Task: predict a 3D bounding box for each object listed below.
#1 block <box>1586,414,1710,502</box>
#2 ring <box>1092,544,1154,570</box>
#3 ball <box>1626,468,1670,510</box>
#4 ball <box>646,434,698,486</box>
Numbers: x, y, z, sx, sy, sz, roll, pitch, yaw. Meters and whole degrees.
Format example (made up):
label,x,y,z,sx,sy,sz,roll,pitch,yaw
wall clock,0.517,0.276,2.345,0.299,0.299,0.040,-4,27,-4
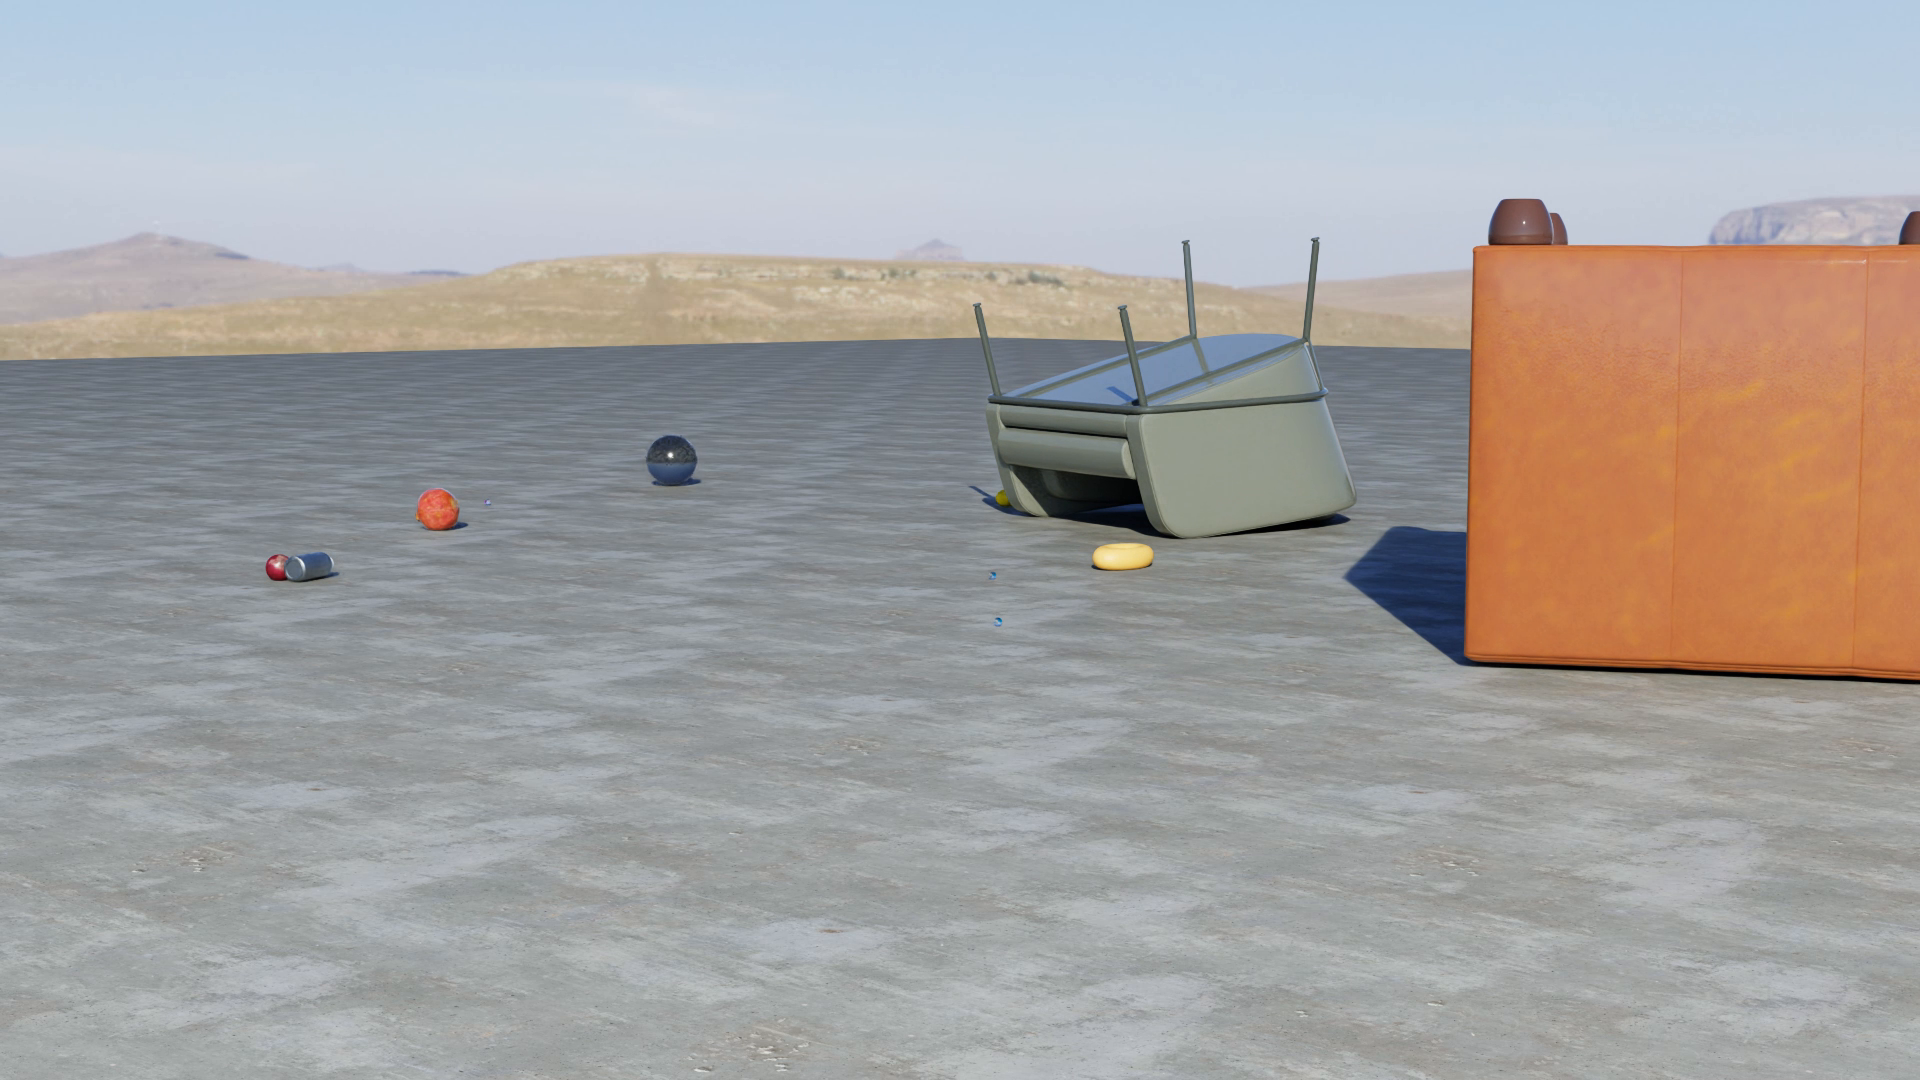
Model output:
label,x,y,z,sx,sy,sz,roll,pitch,yaw
block,2.056,-0.248,7.690,0.334,0.231,0.353,1,6,12
ring,0.370,0.038,5.808,0.112,0.049,0.196,6,7,34
ball,1.932,-0.142,7.209,0.119,0.119,0.119,0,6,0
ball,-0.905,-0.250,8.060,0.160,0.160,0.160,0,6,0
